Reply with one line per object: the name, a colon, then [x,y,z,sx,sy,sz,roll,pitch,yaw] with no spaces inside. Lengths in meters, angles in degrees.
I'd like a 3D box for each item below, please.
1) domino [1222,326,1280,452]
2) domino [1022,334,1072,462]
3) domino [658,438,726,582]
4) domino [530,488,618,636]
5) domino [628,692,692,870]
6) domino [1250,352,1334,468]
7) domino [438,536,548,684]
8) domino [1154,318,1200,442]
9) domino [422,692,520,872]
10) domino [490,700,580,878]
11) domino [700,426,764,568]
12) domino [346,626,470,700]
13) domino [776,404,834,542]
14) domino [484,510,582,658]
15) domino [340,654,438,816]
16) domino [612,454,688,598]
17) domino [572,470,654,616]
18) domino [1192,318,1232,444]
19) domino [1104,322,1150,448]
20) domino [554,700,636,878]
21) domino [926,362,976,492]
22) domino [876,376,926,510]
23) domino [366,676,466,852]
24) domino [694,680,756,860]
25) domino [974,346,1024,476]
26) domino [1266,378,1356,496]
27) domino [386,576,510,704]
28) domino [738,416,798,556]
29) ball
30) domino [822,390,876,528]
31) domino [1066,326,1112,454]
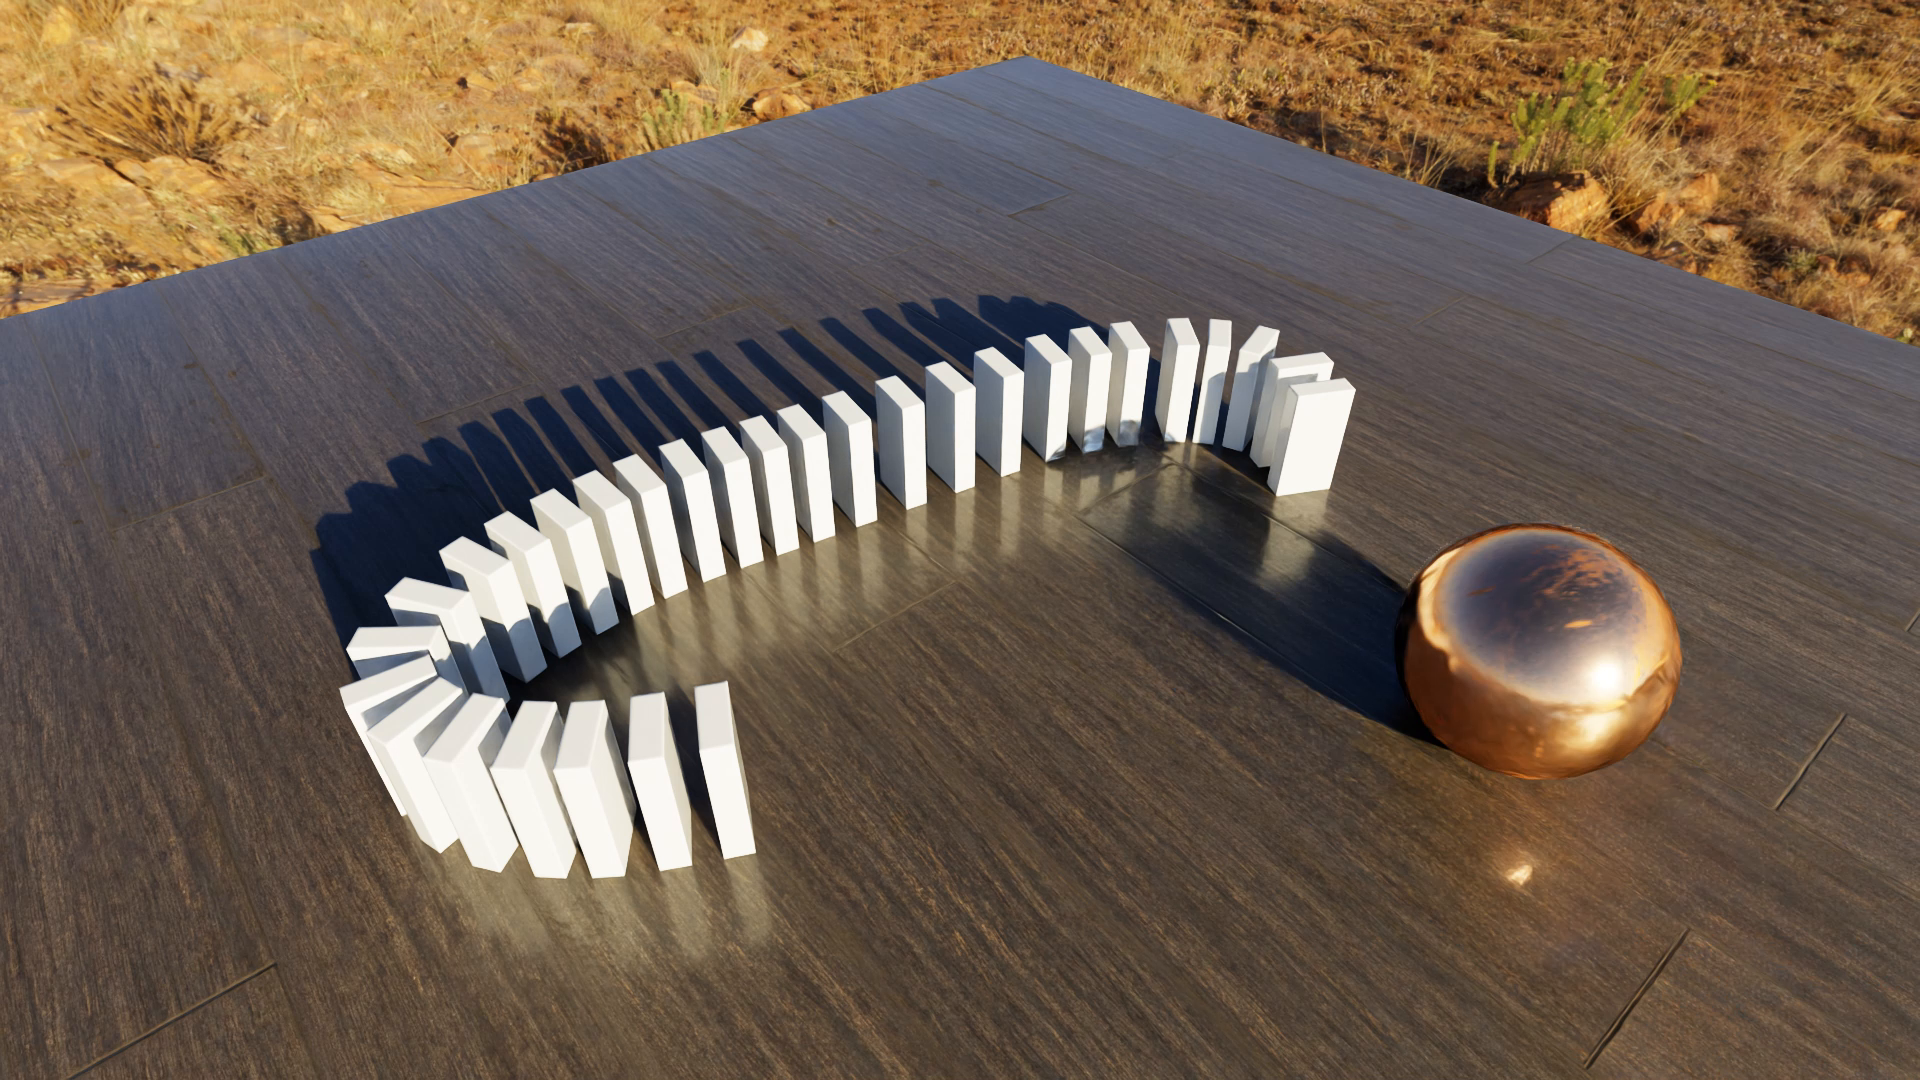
domino: [0.130,-0.068,0.494,0.009,0.050,0.025,20,44,23]
domino: [0.038,-0.063,0.488,0.010,0.050,0.025,-16,42,-18]
domino: [-0.103,-0.011,0.425,0.010,0.050,0.025,-22,44,-25]
domino: [-0.140,0.008,0.401,0.025,0.050,0.010,31,49,32]
domino: [-0.088,0.072,0.324,0.009,0.050,0.025,-7,40,-9]
domino: [0.144,-0.056,0.480,0.025,0.050,0.009,-9,40,-11]
domino: [-0.161,0.025,0.381,0.025,0.050,0.009,22,44,25]
domino: [0.098,-0.072,0.500,0.009,0.050,0.025,-2,39,-2]
domino: [-0.139,0.072,0.324,0.010,0.050,0.025,9,40,11]
domino: [-0.121,0.073,0.322,0.009,0.050,0.025,2,39,2]
domino: [-0.089,-0.016,0.432,0.010,0.050,0.025,-20,44,-23]
domino: [-0.173,0.049,0.352,0.025,0.050,0.009,-1,39,-1]
domino: [-0.062,-0.027,0.444,0.009,0.050,0.025,-21,44,-24]
domino: [-0.152,0.016,0.391,0.025,0.050,0.009,28,47,29]
domino: [-0.167,0.060,0.338,0.025,0.050,0.009,-23,44,-25]
domino: [-0.117,-0.005,0.417,0.010,0.050,0.025,-26,46,-28]
domino: [-0.129,0.001,0.410,0.010,0.050,0.025,-30,48,-31]
domino: [0.114,-0.072,0.499,0.010,0.050,0.025,7,40,9]
domino: [0.074,-0.070,0.497,0.010,0.050,0.025,-8,40,-10]
domino: [-0.106,0.073,0.322,0.009,0.050,0.025,-3,39,-4]
domino: [-0.004,-0.048,0.470,0.010,0.050,0.025,-21,44,-23]
domino: [-0.025,-0.041,0.461,0.010,0.050,0.025,-20,43,-22]
domino: [-0.155,0.068,0.329,0.010,0.050,0.025,22,44,24]
domino: [-0.070,0.069,0.327,0.010,0.050,0.025,-9,40,-11]
domino: [0.016,-0.056,0.479,0.009,0.050,0.025,-20,43,-23]
domino: [0.147,-0.043,0.464,0.025,0.050,0.009,-8,40,-10]
domino: [-0.170,0.037,0.367,0.025,0.050,0.009,11,41,13]
domino: [-0.076,-0.021,0.438,0.010,0.050,0.025,-20,43,-23]
ball: [0.179,0.035,0.346,0.080,0.080,0.080,0,39,0]
domino: [-0.045,-0.033,0.452,0.010,0.050,0.025,-20,44,-23]
domino: [0.057,-0.067,0.493,0.009,0.050,0.025,-11,41,-13]
